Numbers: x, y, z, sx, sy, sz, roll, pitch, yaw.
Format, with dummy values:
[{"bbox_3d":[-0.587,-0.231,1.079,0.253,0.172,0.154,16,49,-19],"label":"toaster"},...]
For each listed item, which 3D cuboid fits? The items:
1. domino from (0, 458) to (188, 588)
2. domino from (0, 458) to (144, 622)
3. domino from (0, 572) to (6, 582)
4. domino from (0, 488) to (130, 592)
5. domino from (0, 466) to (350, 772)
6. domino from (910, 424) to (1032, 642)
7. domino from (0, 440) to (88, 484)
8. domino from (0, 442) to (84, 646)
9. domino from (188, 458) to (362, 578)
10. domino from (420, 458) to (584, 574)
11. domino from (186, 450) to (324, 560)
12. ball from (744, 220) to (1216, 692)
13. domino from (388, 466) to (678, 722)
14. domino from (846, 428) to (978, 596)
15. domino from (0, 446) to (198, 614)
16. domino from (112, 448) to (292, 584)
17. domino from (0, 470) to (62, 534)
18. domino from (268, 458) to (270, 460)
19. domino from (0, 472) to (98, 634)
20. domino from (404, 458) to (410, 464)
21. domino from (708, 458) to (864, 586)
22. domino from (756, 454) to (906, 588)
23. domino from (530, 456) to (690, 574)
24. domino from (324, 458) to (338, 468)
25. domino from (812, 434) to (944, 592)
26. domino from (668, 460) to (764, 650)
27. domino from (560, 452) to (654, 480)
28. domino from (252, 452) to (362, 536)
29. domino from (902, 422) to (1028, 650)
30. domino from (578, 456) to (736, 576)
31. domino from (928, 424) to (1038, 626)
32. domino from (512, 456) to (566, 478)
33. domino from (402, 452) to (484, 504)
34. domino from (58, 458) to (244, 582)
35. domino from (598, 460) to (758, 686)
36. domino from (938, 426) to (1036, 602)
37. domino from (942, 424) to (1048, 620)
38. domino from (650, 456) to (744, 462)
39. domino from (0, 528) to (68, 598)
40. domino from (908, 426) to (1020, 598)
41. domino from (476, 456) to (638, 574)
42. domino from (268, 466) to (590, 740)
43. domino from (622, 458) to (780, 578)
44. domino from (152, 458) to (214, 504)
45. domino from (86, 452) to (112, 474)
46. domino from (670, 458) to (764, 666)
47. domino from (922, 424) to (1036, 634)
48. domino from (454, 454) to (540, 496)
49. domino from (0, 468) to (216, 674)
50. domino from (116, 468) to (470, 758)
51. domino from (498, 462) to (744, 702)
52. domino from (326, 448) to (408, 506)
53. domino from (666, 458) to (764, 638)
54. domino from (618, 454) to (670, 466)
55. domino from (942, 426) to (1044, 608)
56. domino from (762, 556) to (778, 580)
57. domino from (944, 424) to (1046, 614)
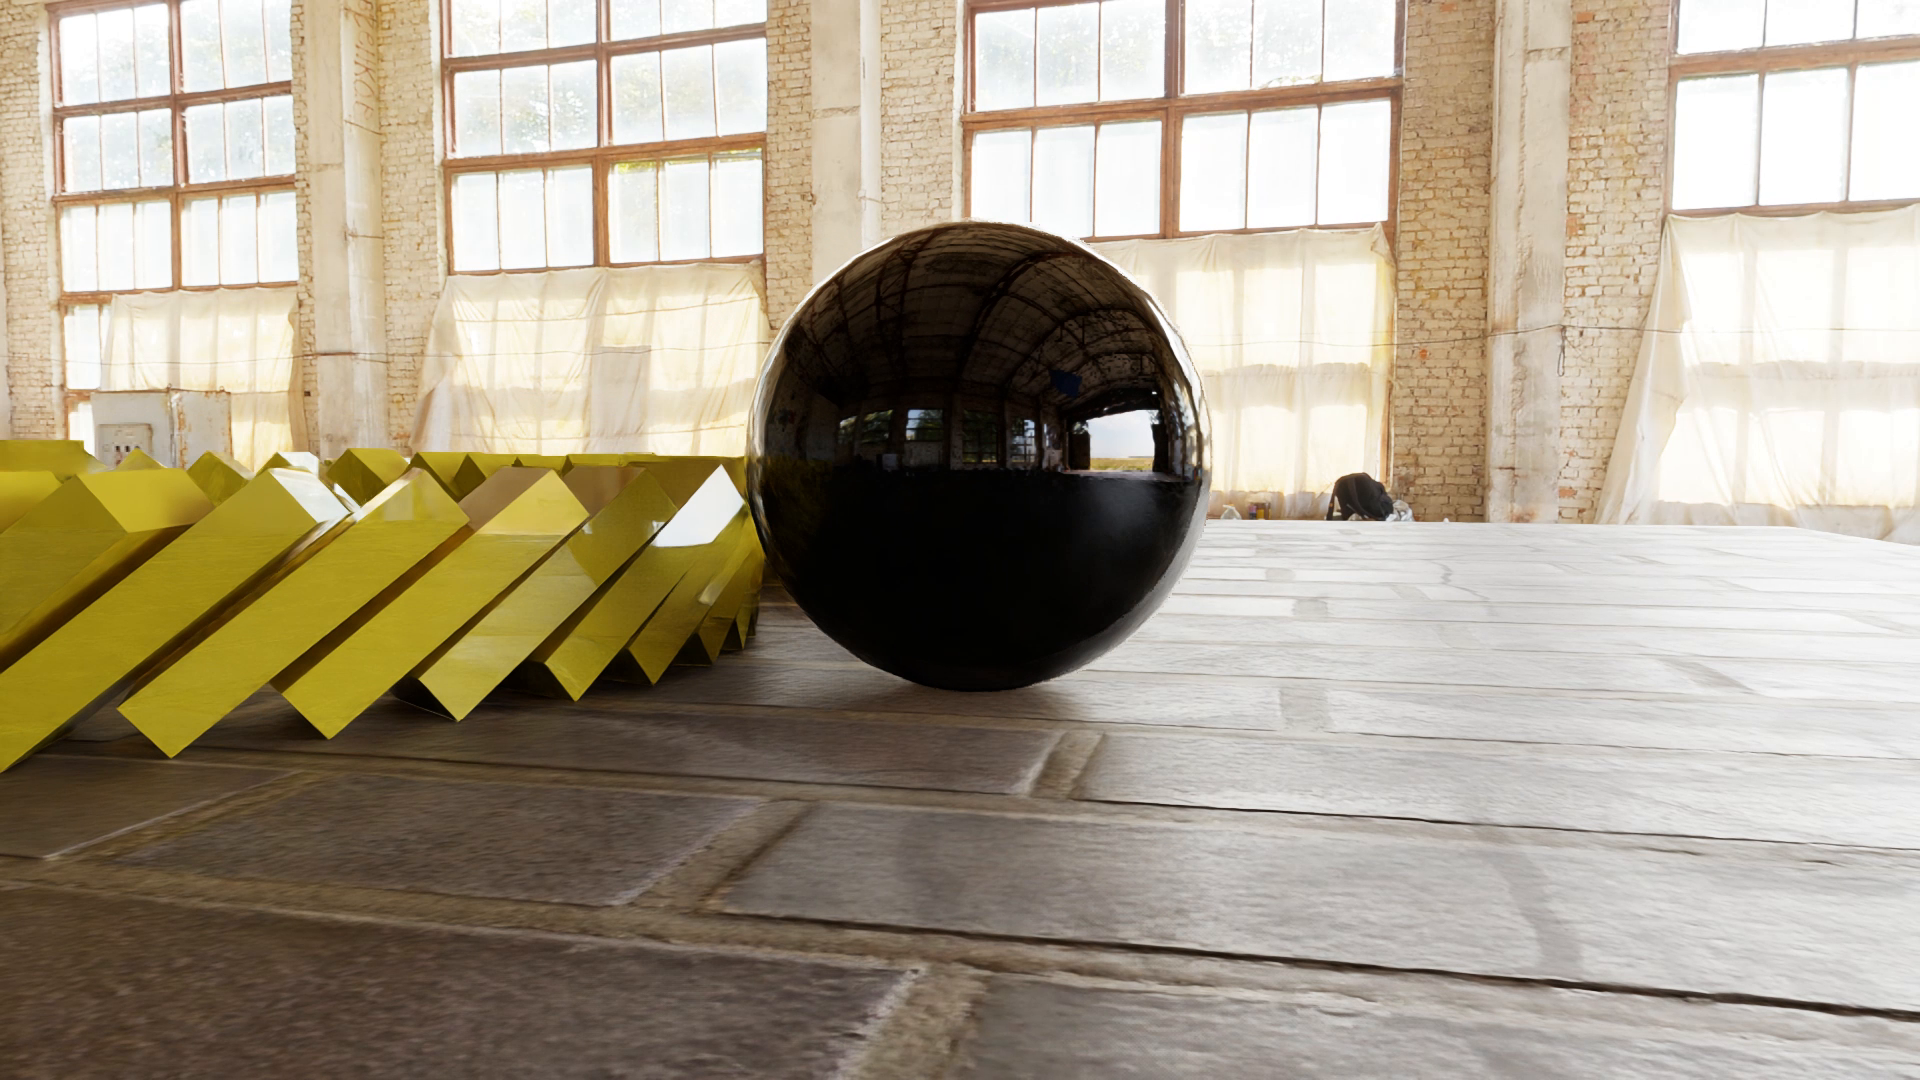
[{"bbox_3d":[-0.255,-0.005,0.374,0.025,0.009,0.050,4,-33,42],"label":"domino"},{"bbox_3d":[-0.212,0.000,0.287,0.025,0.009,0.050,-2,-39,12],"label":"domino"},{"bbox_3d":[-0.276,-0.001,0.328,0.025,0.010,0.050,2,-33,24],"label":"domino"},{"bbox_3d":[-0.263,-0.003,0.359,0.025,0.010,0.050,3,-32,35],"label":"domino"},{"bbox_3d":[-0.112,0.009,0.181,0.050,0.009,0.025,-41,14,-10],"label":"domino"},{"bbox_3d":[0.003,-0.002,0.284,0.025,0.050,0.009,0,-29,3],"label":"domino"},{"bbox_3d":[-0.182,0.003,0.245,0.025,0.050,0.010,-3,48,-37],"label":"domino"},{"bbox_3d":[-0.194,0.002,0.257,0.025,0.050,0.010,-2,49,-28],"label":"domino"},{"bbox_3d":[-0.217,-0.007,0.409,0.050,0.009,0.025,38,-10,-19],"label":"domino"},{"bbox_3d":[-0.153,-0.009,0.430,0.050,0.010,0.025,37,3,-3],"label":"domino"},{"bbox_3d":[-0.183,-0.004,0.347,0.050,0.009,0.025,42,-12,-17],"label":"domino"},{"bbox_3d":[0.003,-0.014,0.221,0.080,0.080,0.080,0,4,0],"label":"ball"},{"bbox_3d":[-0.073,0.007,0.216,0.025,0.010,0.050,4,45,46],"label":"domino"},{"bbox_3d":[-0.014,-0.009,0.374,0.025,0.050,0.009,-3,-27,-31],"label":"domino"},{"bbox_3d":[-0.210,-0.001,0.304,0.025,0.010,0.050,-1,-39,24],"label":"domino"},{"bbox_3d":[-0.197,-0.004,0.337,0.050,0.009,0.025,45,-21,-25],"label":"domino"},{"bbox_3d":[-0.145,0.010,0.171,0.050,0.009,0.025,-38,1,7],"label":"domino"},{"bbox_3d":[-0.202,-0.008,0.417,0.050,0.009,0.025,37,-6,-15],"label":"domino"},{"bbox_3d":[-0.208,0.001,0.270,0.025,0.010,0.050,-2,-40,-4],"label":"domino"},{"bbox_3d":[-0.169,-0.008,0.427,0.050,0.009,0.025,37,0,-7],"label":"domino"},{"bbox_3d":[-0.055,-0.007,0.405,0.025,0.009,0.050,-5,43,-48],"label":"domino"},{"bbox_3d":[-0.040,-0.007,0.395,0.025,0.009,0.050,-3,45,-40],"label":"domino"},{"bbox_3d":[-0.118,-0.009,0.431,0.050,0.010,0.025,40,14,12],"label":"domino"},{"bbox_3d":[-0.186,-0.008,0.422,0.050,0.010,0.025,37,-4,-12],"label":"domino"},{"bbox_3d":[-0.025,-0.009,0.383,0.025,0.050,0.009,-2,-32,-31],"label":"domino"},{"bbox_3d":[-0.056,0.002,0.281,0.025,0.010,0.050,0,43,4],"label":"domino"},{"bbox_3d":[-0.086,-0.003,0.341,0.025,0.010,0.050,-3,46,-38],"label":"domino"},{"bbox_3d":[-0.167,-0.004,0.356,0.050,0.010,0.025,41,-3,-8],"label":"domino"},{"bbox_3d":[0.002,-0.001,0.273,0.025,0.050,0.010,0,-29,3],"label":"domino"},{"bbox_3d":[-0.101,-0.009,0.428,0.050,0.009,0.025,41,19,18],"label":"domino"},{"bbox_3d":[0.005,-0.004,0.307,0.025,0.050,0.009,0,-28,0],"label":"domino"},{"bbox_3d":[-0.100,-0.003,0.350,0.025,0.010,0.050,-5,46,-49],"label":"domino"},{"bbox_3d":[-0.132,-0.005,0.363,0.050,0.009,0.025,44,18,15],"label":"domino"},{"bbox_3d":[-0.245,-0.006,0.389,0.050,0.009,0.025,42,-21,-30],"label":"domino"},{"bbox_3d":[-0.056,0.005,0.245,0.025,0.009,0.050,3,44,30],"label":"domino"},{"bbox_3d":[0.007,-0.008,0.353,0.025,0.050,0.009,0,-28,-3],"label":"domino"},{"bbox_3d":[0.008,-0.005,0.318,0.025,0.050,0.009,0,-28,0],"label":"domino"},{"bbox_3d":[-0.063,-0.001,0.314,0.025,0.009,0.050,0,44,-12],"label":"domino"},{"bbox_3d":[-0.270,-0.002,0.343,0.025,0.010,0.050,2,-32,29],"label":"domino"},{"bbox_3d":[0.001,-0.009,0.365,0.025,0.050,0.010,-1,-27,-12],"label":"domino"},{"bbox_3d":[-0.135,-0.009,0.432,0.050,0.009,0.025,39,9,4],"label":"domino"},{"bbox_3d":[-0.085,0.008,0.203,0.050,0.010,0.025,-46,28,-25],"label":"domino"},{"bbox_3d":[-0.085,-0.008,0.421,0.050,0.010,0.025,43,23,21],"label":"domino"},{"bbox_3d":[-0.232,-0.007,0.400,0.050,0.009,0.025,40,-16,-25],"label":"domino"},{"bbox_3d":[-0.206,-0.003,0.321,0.025,0.010,0.050,1,-40,39],"label":"domino"},{"bbox_3d":[-0.055,0.003,0.263,0.025,0.010,0.050,1,45,15],"label":"domino"},{"bbox_3d":[0.005,-0.003,0.295,0.025,0.050,0.009,0,-29,3],"label":"domino"},{"bbox_3d":[-0.116,-0.004,0.358,0.050,0.010,0.025,46,24,21],"label":"domino"},{"bbox_3d":[-0.128,0.010,0.174,0.050,0.010,0.025,-39,6,0],"label":"domino"},{"bbox_3d":[-0.098,0.009,0.191,0.050,0.010,0.025,-43,21,-17],"label":"domino"},{"bbox_3d":[-0.064,0.006,0.231,0.025,0.009,0.050,4,45,35],"label":"domino"},{"bbox_3d":[-0.150,-0.005,0.361,0.050,0.009,0.025,43,5,0],"label":"domino"},{"bbox_3d":[-0.058,0.001,0.297,0.025,0.010,0.050,0,43,-2],"label":"domino"},{"bbox_3d":[-0.072,-0.002,0.329,0.025,0.010,0.050,-1,45,-23],"label":"domino"},{"bbox_3d":[0.008,-0.007,0.341,0.025,0.050,0.010,0,-28,-3],"label":"domino"},{"bbox_3d":[-0.070,-0.007,0.413,0.050,0.009,0.025,44,27,25],"label":"domino"},{"bbox_3d":[0.009,-0.006,0.330,0.025,0.050,0.009,1,-28,0],"label":"domino"}]
